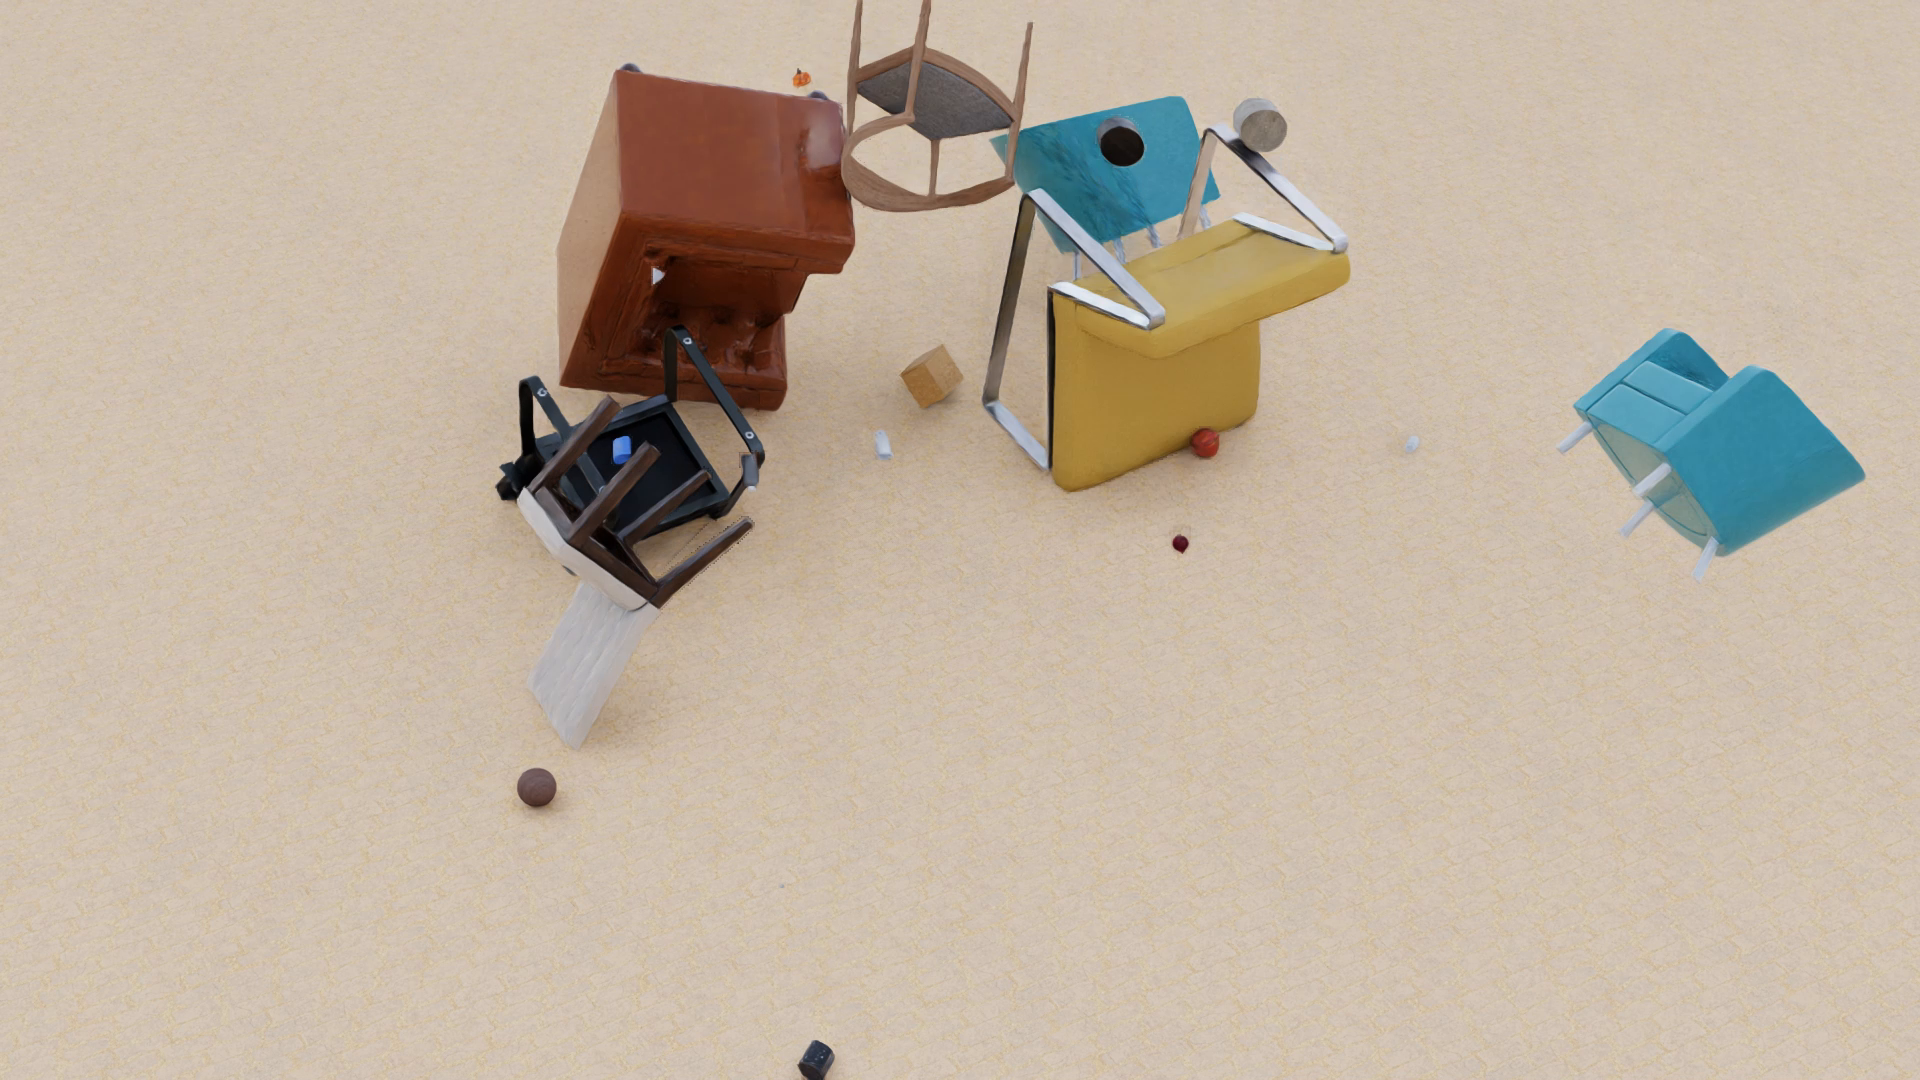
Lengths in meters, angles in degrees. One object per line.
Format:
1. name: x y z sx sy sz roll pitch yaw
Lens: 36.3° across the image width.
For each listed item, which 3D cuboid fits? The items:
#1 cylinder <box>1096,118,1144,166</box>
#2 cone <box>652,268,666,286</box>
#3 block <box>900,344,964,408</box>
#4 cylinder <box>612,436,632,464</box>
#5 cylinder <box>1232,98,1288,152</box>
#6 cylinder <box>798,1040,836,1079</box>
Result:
1. cylinder: 0.631 -1.568 11.545 0.161 0.194 0.081 -40 34 19
2. cone: -1.084 -0.929 10.444 0.050 0.057 0.064 31 -13 -25
3. block: -0.112 -0.654 11.735 0.131 0.165 0.183 -25 13 35
4. cylinder: -1.196 -0.318 10.370 0.068 0.047 0.080 -20 50 15
5. cylinder: 1.132 -1.565 11.060 0.188 0.174 0.112 28 23 -26
6. cylinder: -0.418 1.521 8.552 0.067 0.089 0.085 -28 21 43
